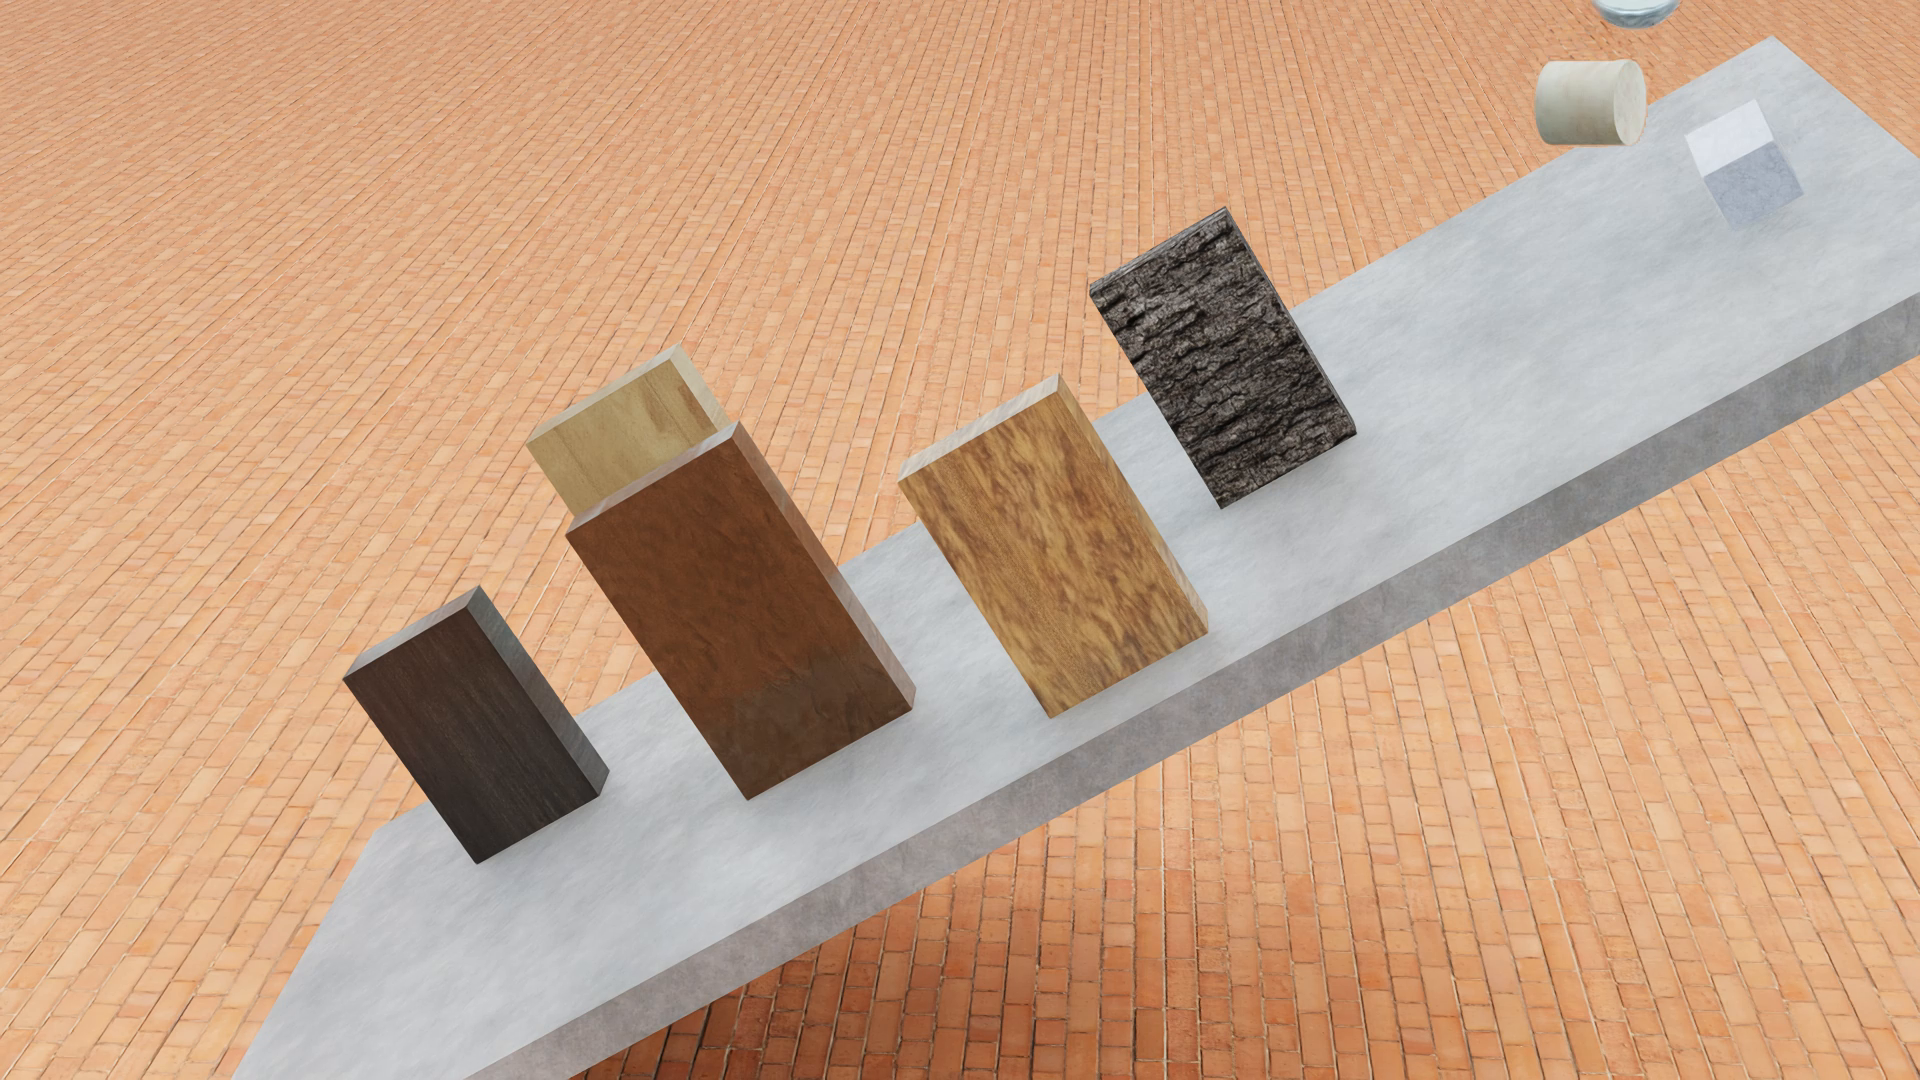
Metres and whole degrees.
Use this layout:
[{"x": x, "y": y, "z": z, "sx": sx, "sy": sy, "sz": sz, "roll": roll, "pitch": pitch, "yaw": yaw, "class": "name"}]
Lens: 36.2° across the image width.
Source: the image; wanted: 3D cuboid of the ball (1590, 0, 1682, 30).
[{"x": 1.342, "y": -1.110, "z": 5.837, "sx": 0.195, "sy": 0.195, "sz": 0.195, "roll": 0, "pitch": 19, "yaw": 0, "class": "ball"}]

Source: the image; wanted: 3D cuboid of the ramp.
[{"x": 0.141, "y": 0.169, "z": 6.289, "sx": 4.000, "sy": 0.100, "sz": 2.000, "roll": -29, "pitch": 15, "yaw": 13, "class": "ramp"}]

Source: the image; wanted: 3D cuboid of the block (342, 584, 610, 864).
[{"x": -1.114, "y": 0.428, "z": 6.794, "sx": 0.347, "sy": 0.540, "sz": 0.145, "roll": -29, "pitch": 15, "yaw": 13, "class": "block"}]

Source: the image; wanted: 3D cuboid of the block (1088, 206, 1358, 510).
[{"x": 0.533, "y": -0.366, "z": 5.956, "sx": 0.317, "sy": 0.526, "sz": 0.086, "roll": -29, "pitch": 15, "yaw": 13, "class": "block"}]

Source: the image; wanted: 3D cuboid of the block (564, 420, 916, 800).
[{"x": -0.445, "y": 0.149, "z": 6.030, "sx": 0.406, "sy": 0.679, "sz": 0.119, "roll": -29, "pitch": 15, "yaw": 13, "class": "block"}]

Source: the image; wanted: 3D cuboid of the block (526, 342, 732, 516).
[{"x": -0.648, "y": -0.048, "z": 6.986, "sx": 0.409, "sy": 0.728, "sz": 0.141, "roll": -29, "pitch": 15, "yaw": 13, "class": "block"}]

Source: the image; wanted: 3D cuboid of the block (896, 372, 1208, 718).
[{"x": 0.175, "y": 0.013, "z": 5.453, "sx": 0.342, "sy": 0.542, "sz": 0.122, "roll": -29, "pitch": 15, "yaw": 13, "class": "block"}]

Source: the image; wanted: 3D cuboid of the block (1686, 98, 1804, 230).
[{"x": 1.499, "y": -0.717, "z": 5.619, "sx": 0.147, "sy": 0.147, "sz": 0.147, "roll": -28, "pitch": 35, "yaw": 20, "class": "block"}]

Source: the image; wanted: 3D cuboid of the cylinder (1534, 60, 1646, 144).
[{"x": 1.321, "y": -0.916, "z": 6.162, "sx": 0.175, "sy": 0.175, "sz": 0.175, "roll": 5, "pitch": 19, "yaw": 35, "class": "cylinder"}]
